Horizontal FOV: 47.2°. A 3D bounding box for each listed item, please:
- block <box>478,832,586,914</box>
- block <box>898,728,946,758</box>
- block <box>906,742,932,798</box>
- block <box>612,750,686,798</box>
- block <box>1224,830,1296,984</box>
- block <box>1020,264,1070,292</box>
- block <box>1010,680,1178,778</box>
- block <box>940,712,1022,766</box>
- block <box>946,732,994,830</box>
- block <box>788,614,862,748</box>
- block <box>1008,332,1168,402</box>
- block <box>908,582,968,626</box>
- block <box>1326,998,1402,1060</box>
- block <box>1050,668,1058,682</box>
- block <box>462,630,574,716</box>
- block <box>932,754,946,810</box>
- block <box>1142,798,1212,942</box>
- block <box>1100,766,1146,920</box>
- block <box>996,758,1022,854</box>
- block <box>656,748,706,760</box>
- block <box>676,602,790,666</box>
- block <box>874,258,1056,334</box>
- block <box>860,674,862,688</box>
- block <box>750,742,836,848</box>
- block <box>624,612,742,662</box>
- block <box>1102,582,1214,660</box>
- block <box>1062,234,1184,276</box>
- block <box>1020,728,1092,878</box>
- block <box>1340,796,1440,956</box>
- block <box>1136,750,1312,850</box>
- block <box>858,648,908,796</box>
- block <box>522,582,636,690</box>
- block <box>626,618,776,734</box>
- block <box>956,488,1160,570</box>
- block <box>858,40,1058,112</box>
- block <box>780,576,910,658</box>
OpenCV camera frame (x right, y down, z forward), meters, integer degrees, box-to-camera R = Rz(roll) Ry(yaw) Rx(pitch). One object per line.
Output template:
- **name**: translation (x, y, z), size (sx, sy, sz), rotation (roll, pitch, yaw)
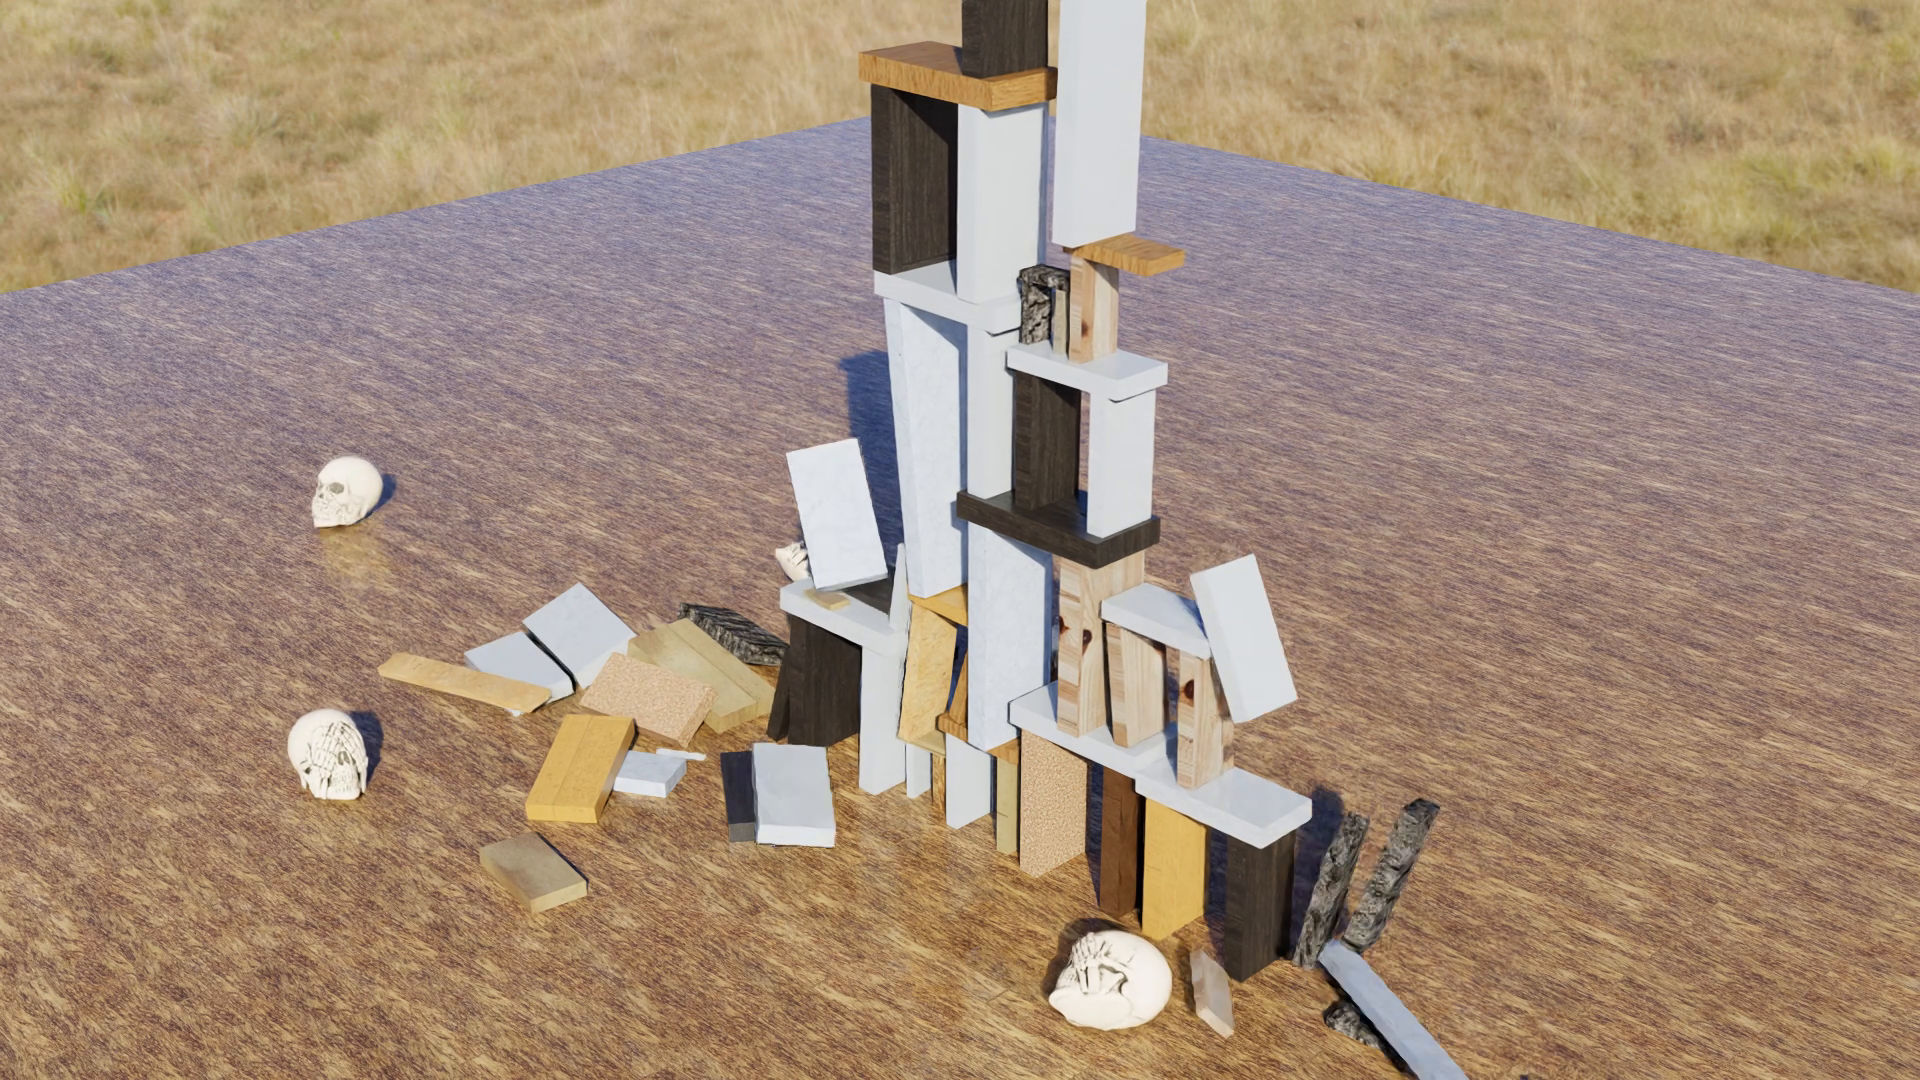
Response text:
- **block**: translation (-0.821, 0.636, 4.219), size (0.114, 0.032, 0.228), rotation (-16, 28, -33)
- **block**: translation (-0.058, 0.403, 4.460), size (0.128, 0.018, 0.064), rotation (18, 29, 36)
- **block**: translation (-0.083, 0.460, 4.513), size (0.018, 0.128, 0.064), rotation (16, 28, 34)
- **block**: translation (-0.698, 0.481, 4.586), size (0.228, 0.032, 0.114), rotation (6, 24, 15)
- **block**: translation (0.533, 0.630, 3.911), size (0.040, 0.284, 0.142), rotation (20, 30, 41)
- **block**: translation (0.166, -0.460, 3.851), size (0.116, 0.016, 0.058), rotation (21, 31, 41)
- **block**: translation (0.259, 0.346, 4.098), size (0.309, 0.044, 0.154), rotation (21, 31, 40)
- **block**: translation (0.069, 0.375, 4.307), size (0.104, 0.029, 0.208), rotation (-21, 31, -40)
- **block**: translation (0.020, 0.465, 4.399), size (0.029, 0.208, 0.104), rotation (21, 31, 41)
- **block**: translation (-0.285, 0.286, 4.664), size (0.046, 0.328, 0.164), rotation (25, 33, 37)
- **block**: translation (0.222, -0.307, 3.858), size (0.130, 0.037, 0.260), rotation (-21, 31, -40)
- **block**: translation (0.011, 0.119, 4.275), size (0.109, 0.031, 0.218), rotation (-20, 31, -39)
- **block**: translation (0.714, 0.836, 3.763), size (0.154, 0.022, 0.077), rotation (18, 29, 37)
- **block**: translation (0.177, 0.331, 4.932), size (0.132, 0.037, 0.265), rotation (5, 24, 12)
- **block**: translation (-1.001, 0.300, 4.975), size (0.144, 0.041, 0.288), rotation (-22, 30, -26)
- **block**: translation (-0.024, 0.481, 4.463), size (0.064, 0.128, 0.018), rotation (-15, 27, -32)
- **block**: translation (0.400, 0.578, 4.033), size (0.142, 0.284, 0.040), rotation (-21, 30, -41)
- **block**: translation (0.332, 0.537, 4.099), size (0.044, 0.309, 0.154), rotation (21, 31, 41)
- **block**: translation (0.119, 0.503, 4.309), size (0.029, 0.208, 0.104), rotation (21, 31, 41)
- **block**: translation (-0.588, 0.451, 4.629), size (0.095, 0.014, 0.048), rotation (3, -9, 37)
- **block**: translation (-0.518, 0.221, 5.118), size (0.148, 0.042, 0.297), rotation (10, 11, -43)
- **block**: translation (0.010, -0.454, 4.026), size (0.162, 0.046, 0.324), rotation (-20, 31, -39)
- **block**: translation (-0.237, 0.329, 4.960), size (0.071, 0.020, 0.141), rotation (-18, 29, -35)
- **block**: translation (-0.335, 0.506, 4.389), size (0.149, 0.042, 0.297), rotation (5, 26, -10)
- **block**: translation (-0.674, 0.261, 5.086), size (0.165, 0.047, 0.329), rotation (-21, 31, -40)
- **block**: translation (0.377, 0.141, 3.875), size (0.236, 0.033, 0.118), rotation (22, 31, 40)
- **block**: translation (0.276, -0.489, 3.723), size (0.095, 0.027, 0.190), rotation (-21, 32, -41)
- **block**: translation (0.186, 0.481, 4.233), size (0.044, 0.309, 0.154), rotation (21, 31, 41)
- **block**: translation (0.741, 0.577, 3.785), size (0.037, 0.265, 0.132), rotation (27, 13, 22)
- **block**: translation (0.467, 0.454, 3.909), size (0.284, 0.040, 0.142), rotation (21, 31, 40)
- **block**: translation (-0.128, 0.348, 4.519), size (0.046, 0.328, 0.164), rotation (25, 33, 38)
- **block**: translation (-0.879, 0.219, 5.105), size (0.165, 0.047, 0.329), rotation (-35, 35, -16)
- **block**: translation (-0.575, 0.299, 4.899), size (0.165, 0.047, 0.329), rotation (-21, 45, -40)
- **block**: translation (0.177, -0.042, 4.009), size (0.346, 0.049, 0.173), rotation (21, 31, 41)
- **block**: translation (-0.001, -0.822, 3.884), size (0.173, 0.049, 0.347), rotation (-20, 31, -39)
- **block**: translation (-0.201, 0.144, 4.517), size (0.164, 0.046, 0.328), rotation (-21, 31, -40)
